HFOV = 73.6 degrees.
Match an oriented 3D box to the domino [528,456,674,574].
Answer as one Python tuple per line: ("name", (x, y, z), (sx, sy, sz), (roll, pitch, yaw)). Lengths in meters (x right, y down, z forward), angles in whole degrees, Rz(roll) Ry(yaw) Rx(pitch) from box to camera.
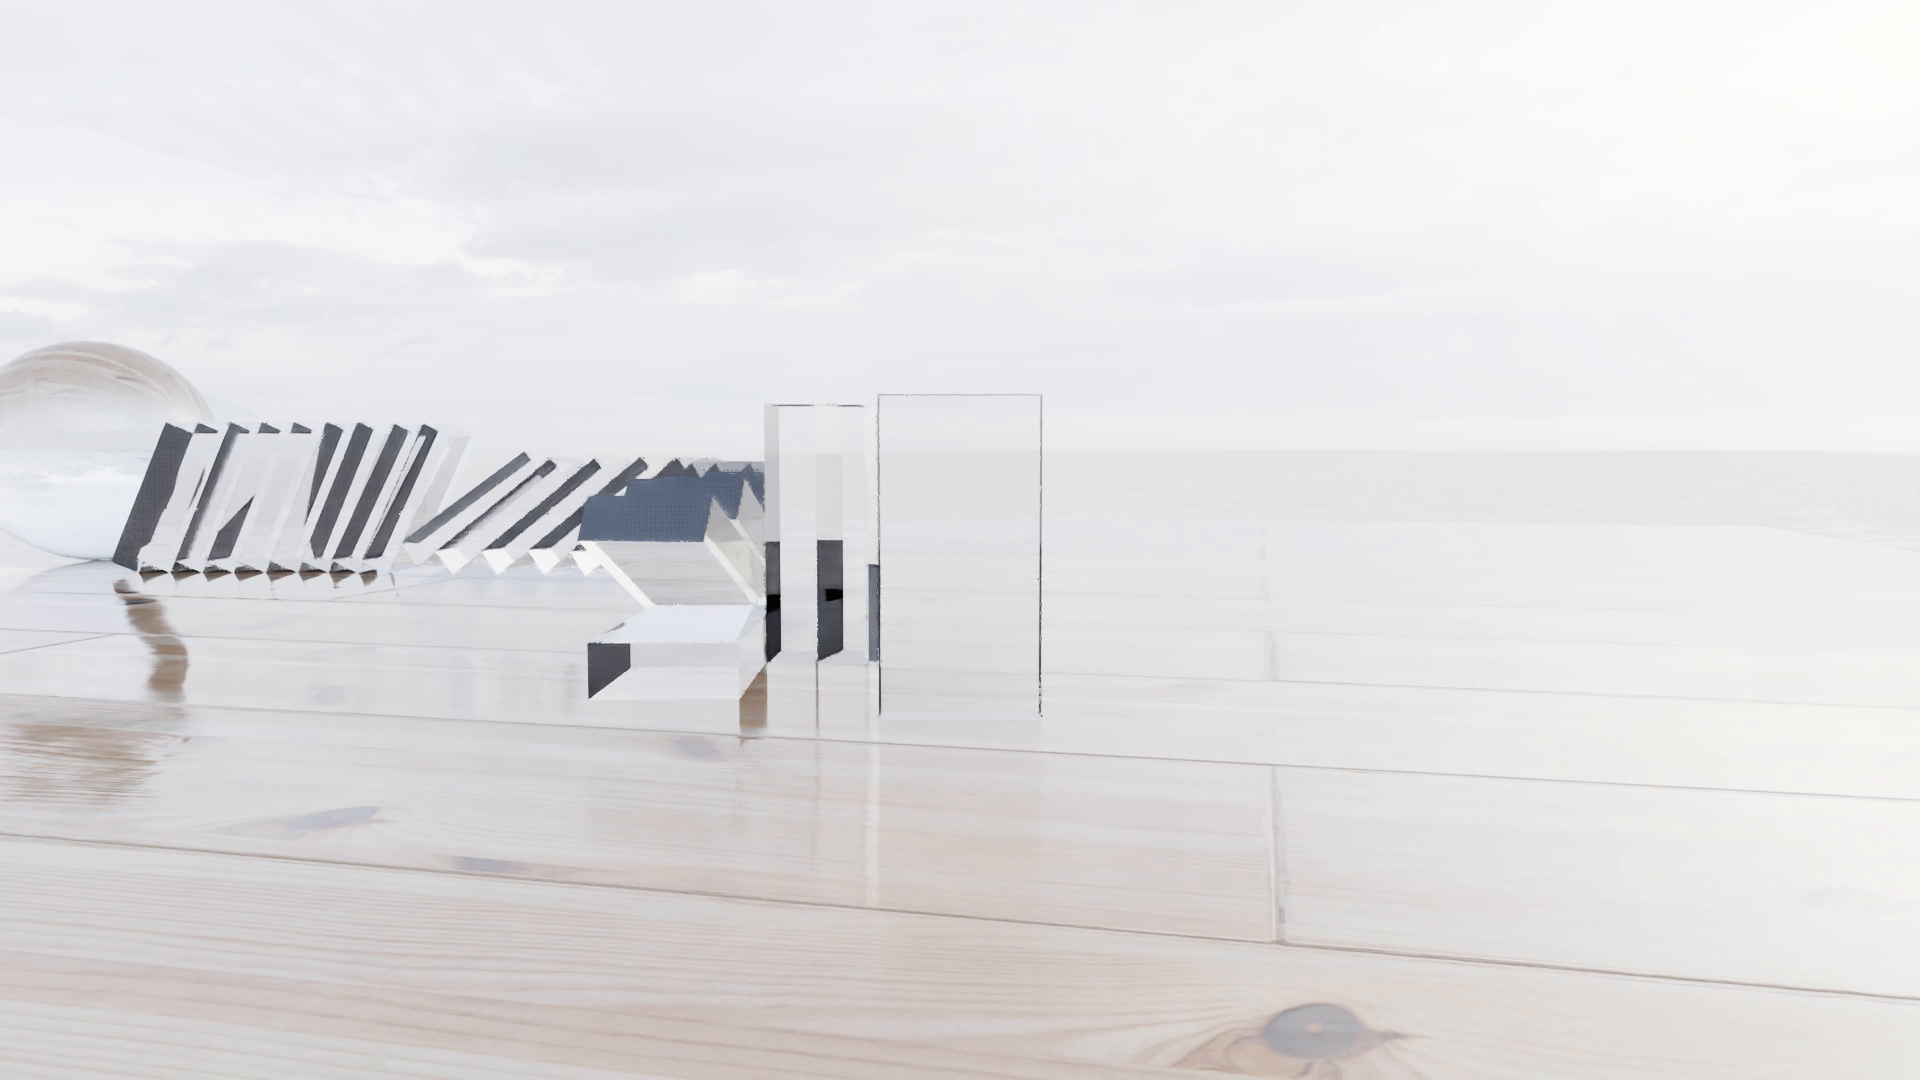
("domino", (-0.114, -0.008, 0.420), (0.050, 0.009, 0.025), (-37, -5, 11))

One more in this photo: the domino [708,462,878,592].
("domino", (-0.048, -0.004, 0.367), (0.025, 0.009, 0.050), (-5, -30, -48))

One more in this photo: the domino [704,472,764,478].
("domino", (-0.045, 0.001, 0.315), (0.025, 0.009, 0.050), (1, -30, 7))

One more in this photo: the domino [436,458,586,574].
("domino", (-0.147, -0.008, 0.428), (0.050, 0.009, 0.025), (-37, 0, 7))

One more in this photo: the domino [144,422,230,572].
("domino", (-0.256, -0.015, 0.434), (0.009, 0.050, 0.025), (23, 3, -3))

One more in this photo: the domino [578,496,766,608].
("domino", (-0.055, 0.007, 0.262), (0.025, 0.009, 0.050), (1, -25, 10))

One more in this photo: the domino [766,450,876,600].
("domino", (-0.037, -0.003, 0.335), (0.025, 0.009, 0.050), (-1, -38, -11))

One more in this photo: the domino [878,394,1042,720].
("domino", (0.000, 0.002, 0.201), (0.025, 0.050, 0.009), (0, 4, 0))

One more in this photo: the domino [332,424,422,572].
("domino", (-0.192, -0.015, 0.434), (0.010, 0.050, 0.025), (26, 3, -3))

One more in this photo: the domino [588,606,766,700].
("domino", (-0.050, 0.020, 0.238), (0.025, 0.009, 0.050), (0, 4, -1))

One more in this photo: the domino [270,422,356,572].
("domino", (-0.214, -0.015, 0.436), (0.009, 0.050, 0.025), (23, 3, -3))

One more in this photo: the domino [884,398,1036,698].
("domino", (0.000, 0.001, 0.218), (0.025, 0.050, 0.009), (0, 4, -2))

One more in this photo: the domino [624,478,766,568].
("domino", (-0.052, 0.004, 0.280), (0.025, 0.009, 0.050), (0, -29, 11))

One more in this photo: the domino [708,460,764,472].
("domino", (-0.074, -0.005, 0.386), (0.025, 0.009, 0.050), (-5, -30, -50))

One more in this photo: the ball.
("ball", (-0.315, -0.033, 0.468), (0.080, 0.080, 0.080), (0, 4, 0))

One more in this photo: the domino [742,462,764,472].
("domino", (-0.063, -0.004, 0.374), (0.025, 0.009, 0.050), (-4, -31, -49))

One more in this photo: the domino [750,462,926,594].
("domino", (-0.035, -0.003, 0.358), (0.025, 0.009, 0.050), (-5, -30, -48))

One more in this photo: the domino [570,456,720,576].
("domino", (-0.099, -0.008, 0.413), (0.050, 0.009, 0.025), (-38, -10, 17))

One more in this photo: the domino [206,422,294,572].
("domino", (-0.235, -0.015, 0.435), (0.009, 0.050, 0.025), (23, 3, -3))

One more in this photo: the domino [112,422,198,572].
("domino", (-0.266, -0.015, 0.434), (0.009, 0.050, 0.025), (23, 3, -3))

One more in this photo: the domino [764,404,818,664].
("domino", (-0.032, -0.002, 0.258), (0.009, 0.050, 0.025), (0, 4, 3))

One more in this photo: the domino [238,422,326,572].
("domino", (-0.225, -0.015, 0.435), (0.009, 0.050, 0.025), (23, 3, -3))

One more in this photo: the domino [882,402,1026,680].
("domino", (-0.001, 0.000, 0.235), (0.025, 0.050, 0.009), (-1, 4, -7))

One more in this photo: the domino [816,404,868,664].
("domino", (-0.020, -0.002, 0.260), (0.009, 0.050, 0.025), (1, 4, 14))

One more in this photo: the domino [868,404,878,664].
("domino", (-0.005, -0.001, 0.251), (0.025, 0.050, 0.009), (-2, 5, -30))

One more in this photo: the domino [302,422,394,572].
("domino", (-0.204, -0.015, 0.435), (0.009, 0.050, 0.025), (23, 3, -3))

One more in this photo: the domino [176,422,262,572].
("domino", (-0.245, -0.015, 0.435), (0.009, 0.050, 0.025), (23, 3, -3))

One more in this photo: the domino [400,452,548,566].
("domino", (-0.161, -0.010, 0.433), (0.050, 0.010, 0.025), (-37, 0, -2))

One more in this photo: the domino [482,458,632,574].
("domino", (-0.131, -0.008, 0.424), (0.050, 0.009, 0.025), (-37, -3, 10))

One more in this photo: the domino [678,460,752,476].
("domino", (-0.086, -0.006, 0.399), (0.050, 0.010, 0.025), (-40, -19, 31))

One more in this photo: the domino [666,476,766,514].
("domino", (-0.049, 0.003, 0.297), (0.025, 0.009, 0.050), (1, -29, 10))

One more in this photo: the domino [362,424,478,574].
("domino", (-0.181, -0.014, 0.432), (0.009, 0.050, 0.025), (26, 4, -2))
